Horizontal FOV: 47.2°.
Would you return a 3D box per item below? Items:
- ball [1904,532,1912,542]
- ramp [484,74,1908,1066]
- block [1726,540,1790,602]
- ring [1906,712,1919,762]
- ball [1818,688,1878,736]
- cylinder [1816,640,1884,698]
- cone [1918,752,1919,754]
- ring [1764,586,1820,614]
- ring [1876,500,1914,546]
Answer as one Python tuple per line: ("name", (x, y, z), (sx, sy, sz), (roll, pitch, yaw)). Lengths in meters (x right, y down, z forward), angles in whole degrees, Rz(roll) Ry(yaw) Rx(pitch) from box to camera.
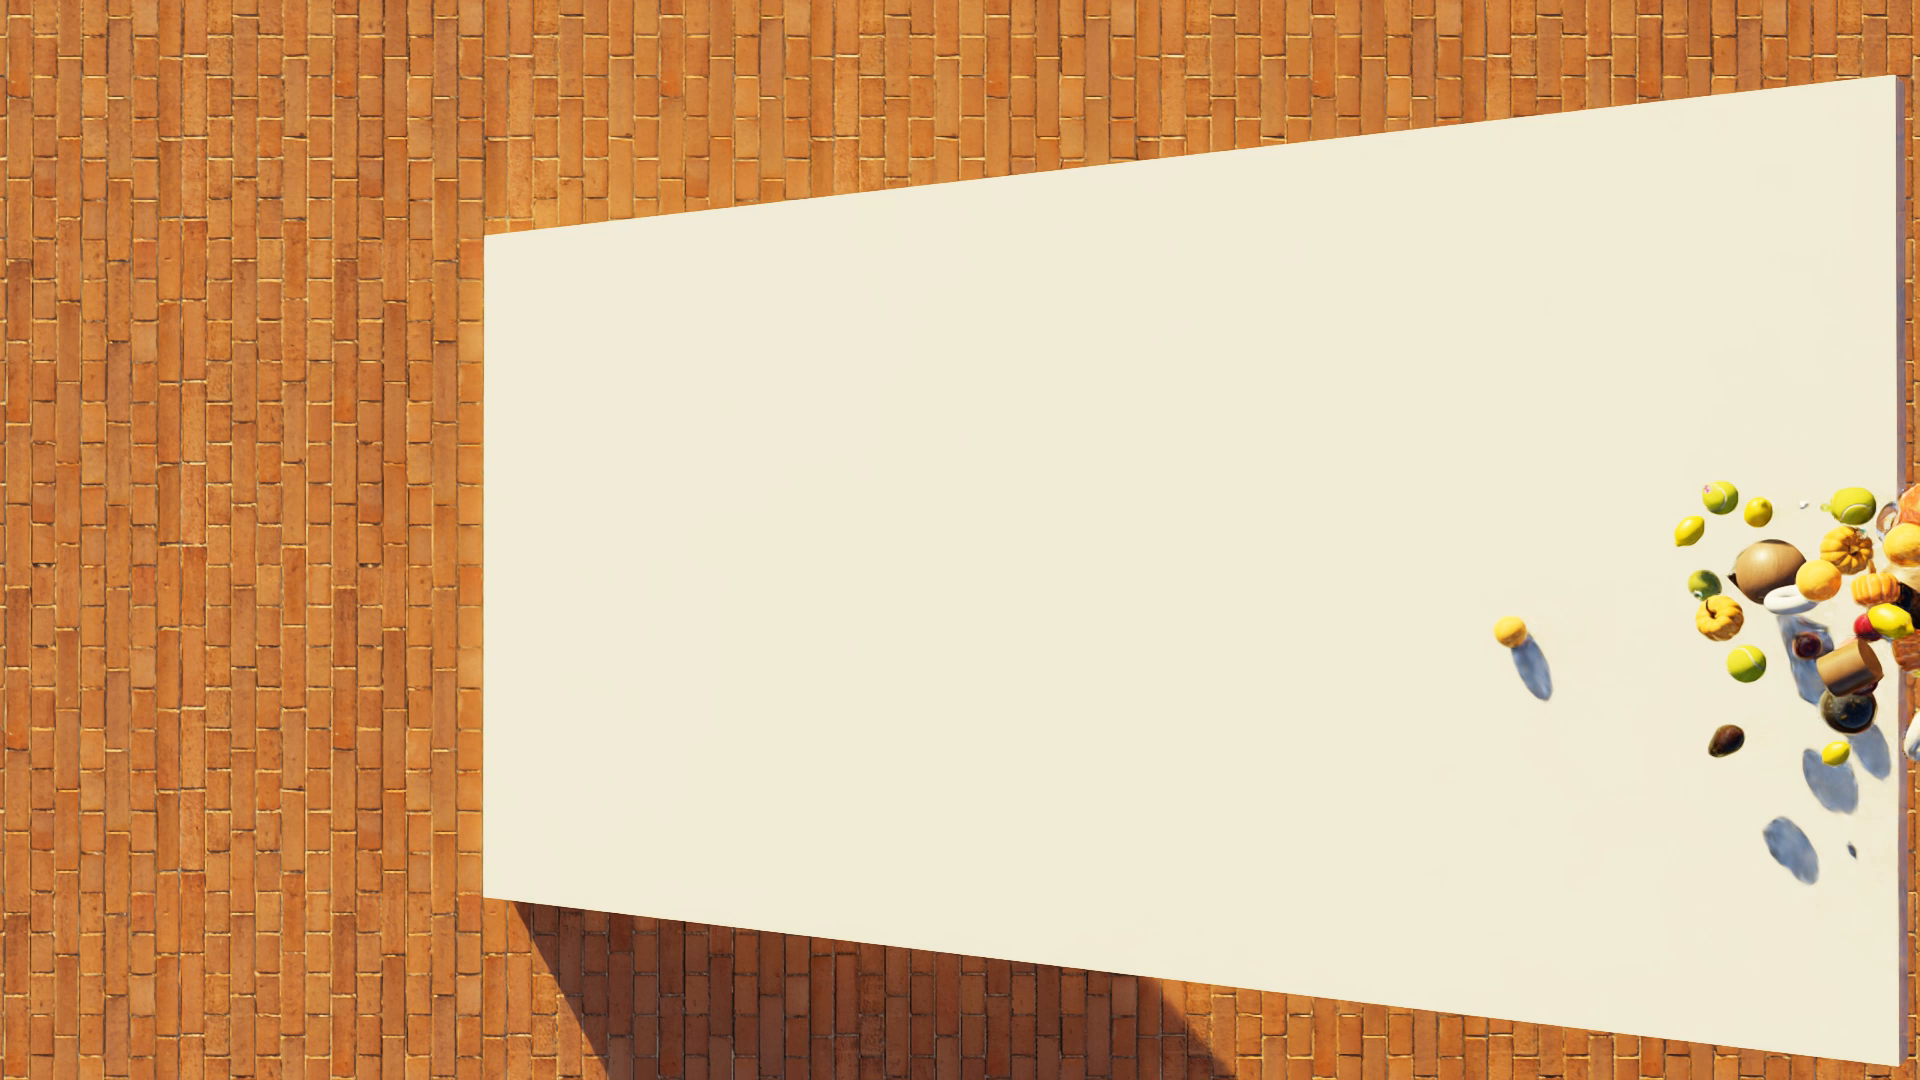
("ball", (1.856, -0.025, 4.368), (0.067, 0.067, 0.067), (0, 90, 0))
("ramp", (0.253, 0.069, 5.584), (4.000, 0.100, 2.000), (0, 89, 34))
("block", (1.632, 0.062, 4.494), (0.075, 0.075, 0.075), (41, 54, -3))
("ring", (1.770, 0.354, 4.026), (0.037, 0.111, 0.111), (27, 89, 42))
("ball", (1.610, 0.304, 3.985), (0.099, 0.099, 0.099), (0, 90, 0))
("cylinder", (1.445, 0.209, 3.569), (0.073, 0.073, 0.073), (-34, 90, 36))
("cone", (1.762, 0.373, 3.979), (0.060, 0.060, 0.060), (-36, 90, 35))
("ring", (1.463, 0.106, 3.866), (0.094, 0.094, 0.031), (-15, 103, 0))
("ring", (1.638, -0.030, 3.852), (0.083, 0.028, 0.083), (-8, 108, -27))
